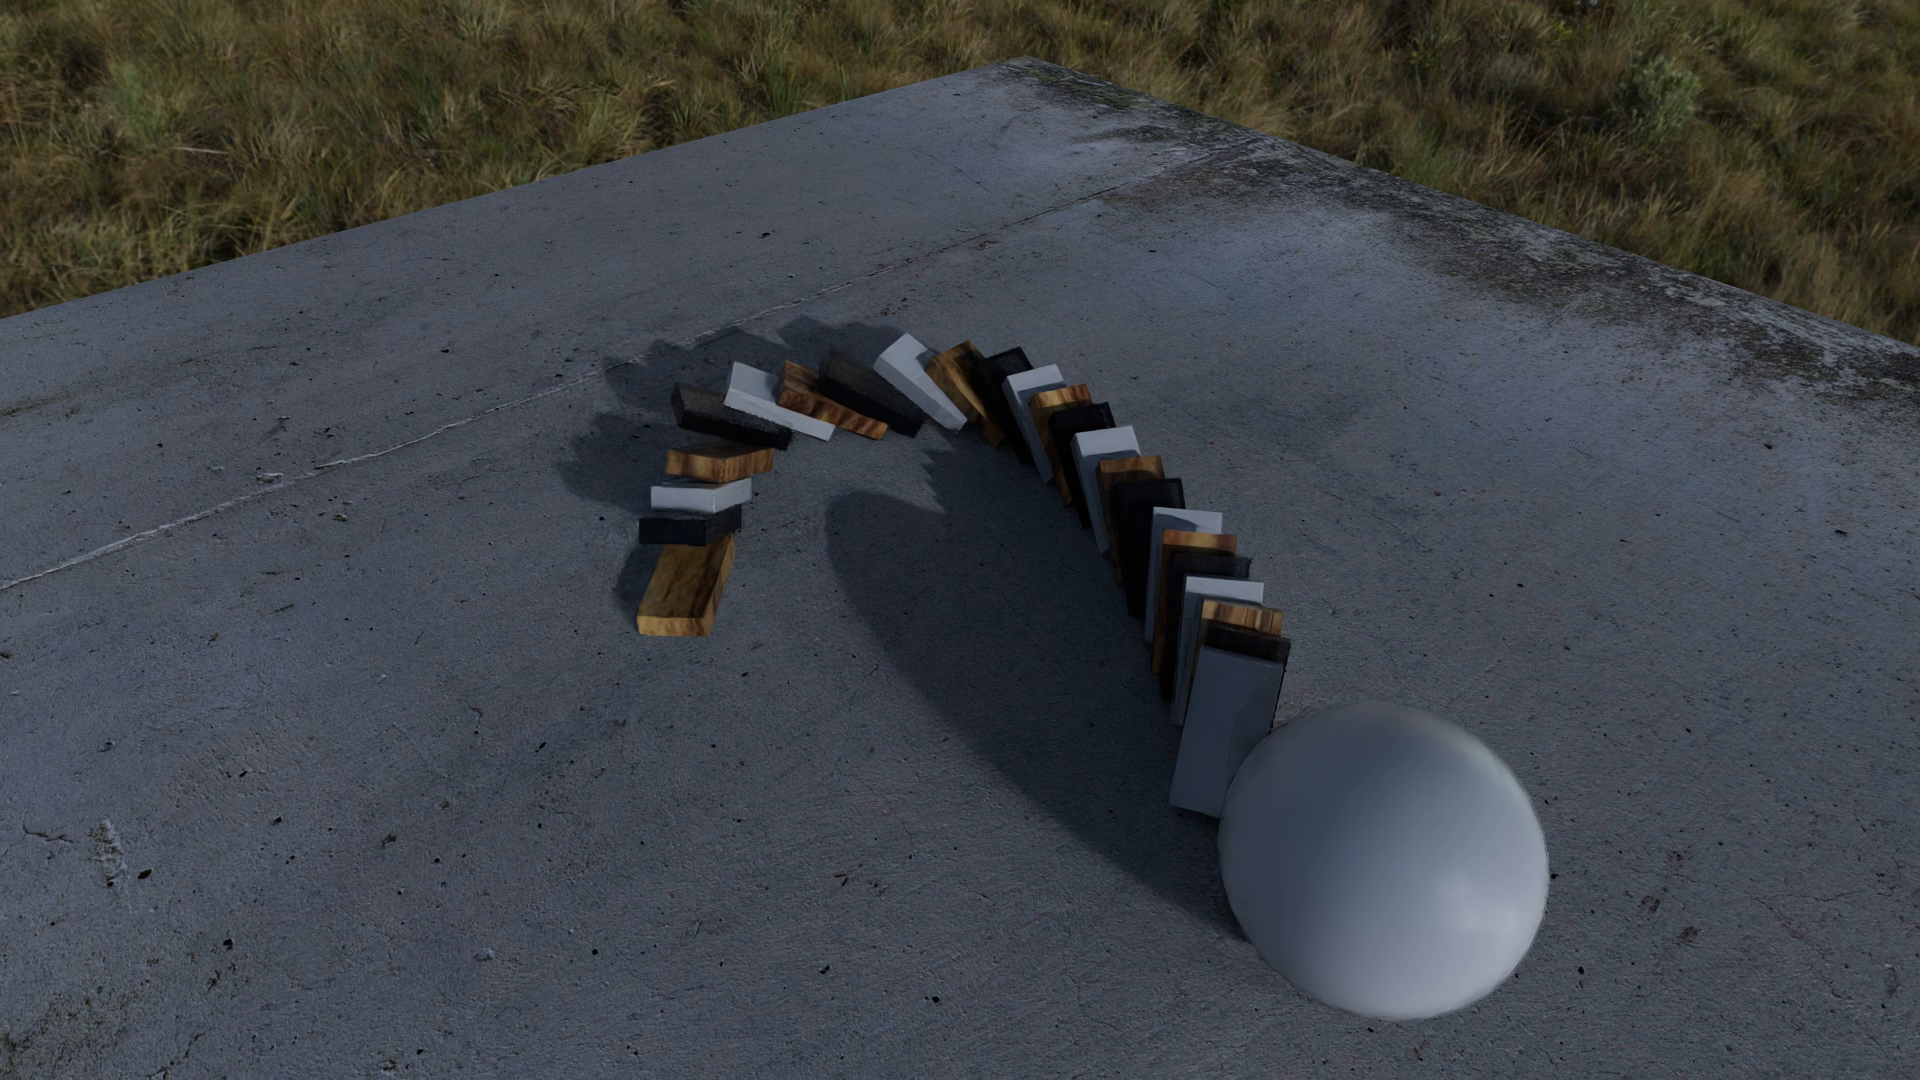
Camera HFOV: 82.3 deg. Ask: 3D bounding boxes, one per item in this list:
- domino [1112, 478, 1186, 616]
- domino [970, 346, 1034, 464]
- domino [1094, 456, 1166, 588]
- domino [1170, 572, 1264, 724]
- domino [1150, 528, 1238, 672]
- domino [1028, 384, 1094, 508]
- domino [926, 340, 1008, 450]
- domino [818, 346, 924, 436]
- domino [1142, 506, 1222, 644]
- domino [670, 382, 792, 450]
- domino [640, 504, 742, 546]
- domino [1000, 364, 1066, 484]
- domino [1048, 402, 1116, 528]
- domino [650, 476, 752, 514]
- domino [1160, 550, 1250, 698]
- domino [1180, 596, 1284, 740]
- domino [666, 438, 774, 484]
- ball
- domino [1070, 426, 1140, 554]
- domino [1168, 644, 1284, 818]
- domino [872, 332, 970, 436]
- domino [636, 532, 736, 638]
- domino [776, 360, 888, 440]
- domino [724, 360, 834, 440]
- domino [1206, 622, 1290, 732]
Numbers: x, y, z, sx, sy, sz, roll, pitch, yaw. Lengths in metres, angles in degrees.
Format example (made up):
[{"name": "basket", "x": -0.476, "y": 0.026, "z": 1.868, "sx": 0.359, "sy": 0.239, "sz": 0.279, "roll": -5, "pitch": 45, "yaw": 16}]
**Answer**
[{"name": "domino", "x": 0.074, "y": 0.002, "z": 0.418, "sx": 0.025, "sy": 0.009, "sz": 0.050, "roll": -4, "pitch": 76, "yaw": -5}, {"name": "domino", "x": 0.028, "y": -0.061, "z": 0.498, "sx": 0.025, "sy": 0.010, "sz": 0.050, "roll": -23, "pitch": 77, "yaw": -26}, {"name": "domino", "x": 0.071, "y": -0.008, "z": 0.433, "sx": 0.025, "sy": 0.009, "sz": 0.050, "roll": -6, "pitch": 71, "yaw": -7}, {"name": "domino", "x": 0.086, "y": 0.037, "z": 0.368, "sx": 0.025, "sy": 0.050, "sz": 0.009, "roll": 5, "pitch": 7, "yaw": 6}, {"name": "domino", "x": 0.082, "y": 0.022, "z": 0.388, "sx": 0.025, "sy": 0.050, "sz": 0.009, "roll": 5, "pitch": 3, "yaw": 6}, {"name": "domino", "x": 0.050, "y": -0.041, "z": 0.474, "sx": 0.025, "sy": 0.009, "sz": 0.050, "roll": -14, "pitch": 74, "yaw": -16}, {"name": "domino", "x": 0.010, "y": -0.068, "z": 0.509, "sx": 0.025, "sy": 0.009, "sz": 0.050, "roll": -34, "pitch": 77, "yaw": -34}, {"name": "domino", "x": -0.041, "y": -0.068, "z": 0.505, "sx": 0.050, "sy": 0.009, "sz": 0.025, "roll": 25, "pitch": 32, "yaw": -22}, {"name": "domino", "x": 0.082, "y": 0.014, "z": 0.404, "sx": 0.025, "sy": 0.009, "sz": 0.050, "roll": 5, "pitch": 75, "yaw": 5}, {"name": "domino", "x": -0.103, "y": -0.055, "z": 0.494, "sx": 0.050, "sy": 0.010, "sz": 0.025, "roll": 11, "pitch": 31, "yaw": -31}, {"name": "domino", "x": -0.105, "y": -0.007, "z": 0.431, "sx": 0.025, "sy": 0.010, "sz": 0.050, "roll": 2, "pitch": 9, "yaw": 4}, {"name": "domino", "x": 0.040, "y": -0.052, "z": 0.486, "sx": 0.025, "sy": 0.009, "sz": 0.050, "roll": -17, "pitch": 75, "yaw": -21}, {"name": "domino", "x": 0.057, "y": -0.032, "z": 0.461, "sx": 0.025, "sy": 0.010, "sz": 0.050, "roll": -12, "pitch": 73, "yaw": -16}, {"name": "domino", "x": -0.104, "y": -0.019, "z": 0.447, "sx": 0.025, "sy": 0.009, "sz": 0.050, "roll": 3, "pitch": 9, "yaw": 5}, {"name": "domino", "x": 0.084, "y": 0.030, "z": 0.377, "sx": 0.025, "sy": 0.050, "sz": 0.009, "roll": 5, "pitch": 7, "yaw": 6}, {"name": "domino", "x": 0.088, "y": 0.046, "z": 0.358, "sx": 0.025, "sy": 0.050, "sz": 0.009, "roll": 9, "pitch": 7, "yaw": 11}, {"name": "domino", "x": -0.101, "y": -0.034, "z": 0.468, "sx": 0.025, "sy": 0.010, "sz": 0.050, "roll": 10, "pitch": 13, "yaw": 13}, {"name": "ball", "x": 0.109, "y": 0.082, "z": 0.288, "sx": 0.080, "sy": 0.080, "sz": 0.080, "roll": 0, "pitch": 39, "yaw": 0}, {"name": "domino", "x": 0.064, "y": -0.021, "z": 0.448, "sx": 0.025, "sy": 0.010, "sz": 0.050, "roll": -9, "pitch": 72, "yaw": -14}, {"name": "domino", "x": 0.082, "y": 0.060, "z": 0.340, "sx": 0.025, "sy": 0.050, "sz": 0.010, "roll": 12, "pitch": 8, "yaw": 14}, {"name": "domino", "x": -0.014, "y": -0.073, "z": 0.515, "sx": 0.050, "sy": 0.010, "sz": 0.025, "roll": 39, "pitch": 46, "yaw": 2}, {"name": "domino", "x": -0.105, "y": 0.016, "z": 0.424, "sx": 0.025, "sy": 0.010, "sz": 0.050, "roll": 2, "pitch": 39, "yaw": 2}, {"name": "domino", "x": -0.058, "y": -0.064, "z": 0.506, "sx": 0.050, "sy": 0.010, "sz": 0.025, "roll": 17, "pitch": 35, "yaw": -20}, {"name": "domino", "x": -0.082, "y": -0.064, "z": 0.504, "sx": 0.050, "sy": 0.009, "sz": 0.025, "roll": 18, "pitch": 33, "yaw": -19}, {"name": "domino", "x": 0.087, "y": 0.053, "z": 0.349, "sx": 0.025, "sy": 0.050, "sz": 0.009, "roll": 12, "pitch": 8, "yaw": 14}]
